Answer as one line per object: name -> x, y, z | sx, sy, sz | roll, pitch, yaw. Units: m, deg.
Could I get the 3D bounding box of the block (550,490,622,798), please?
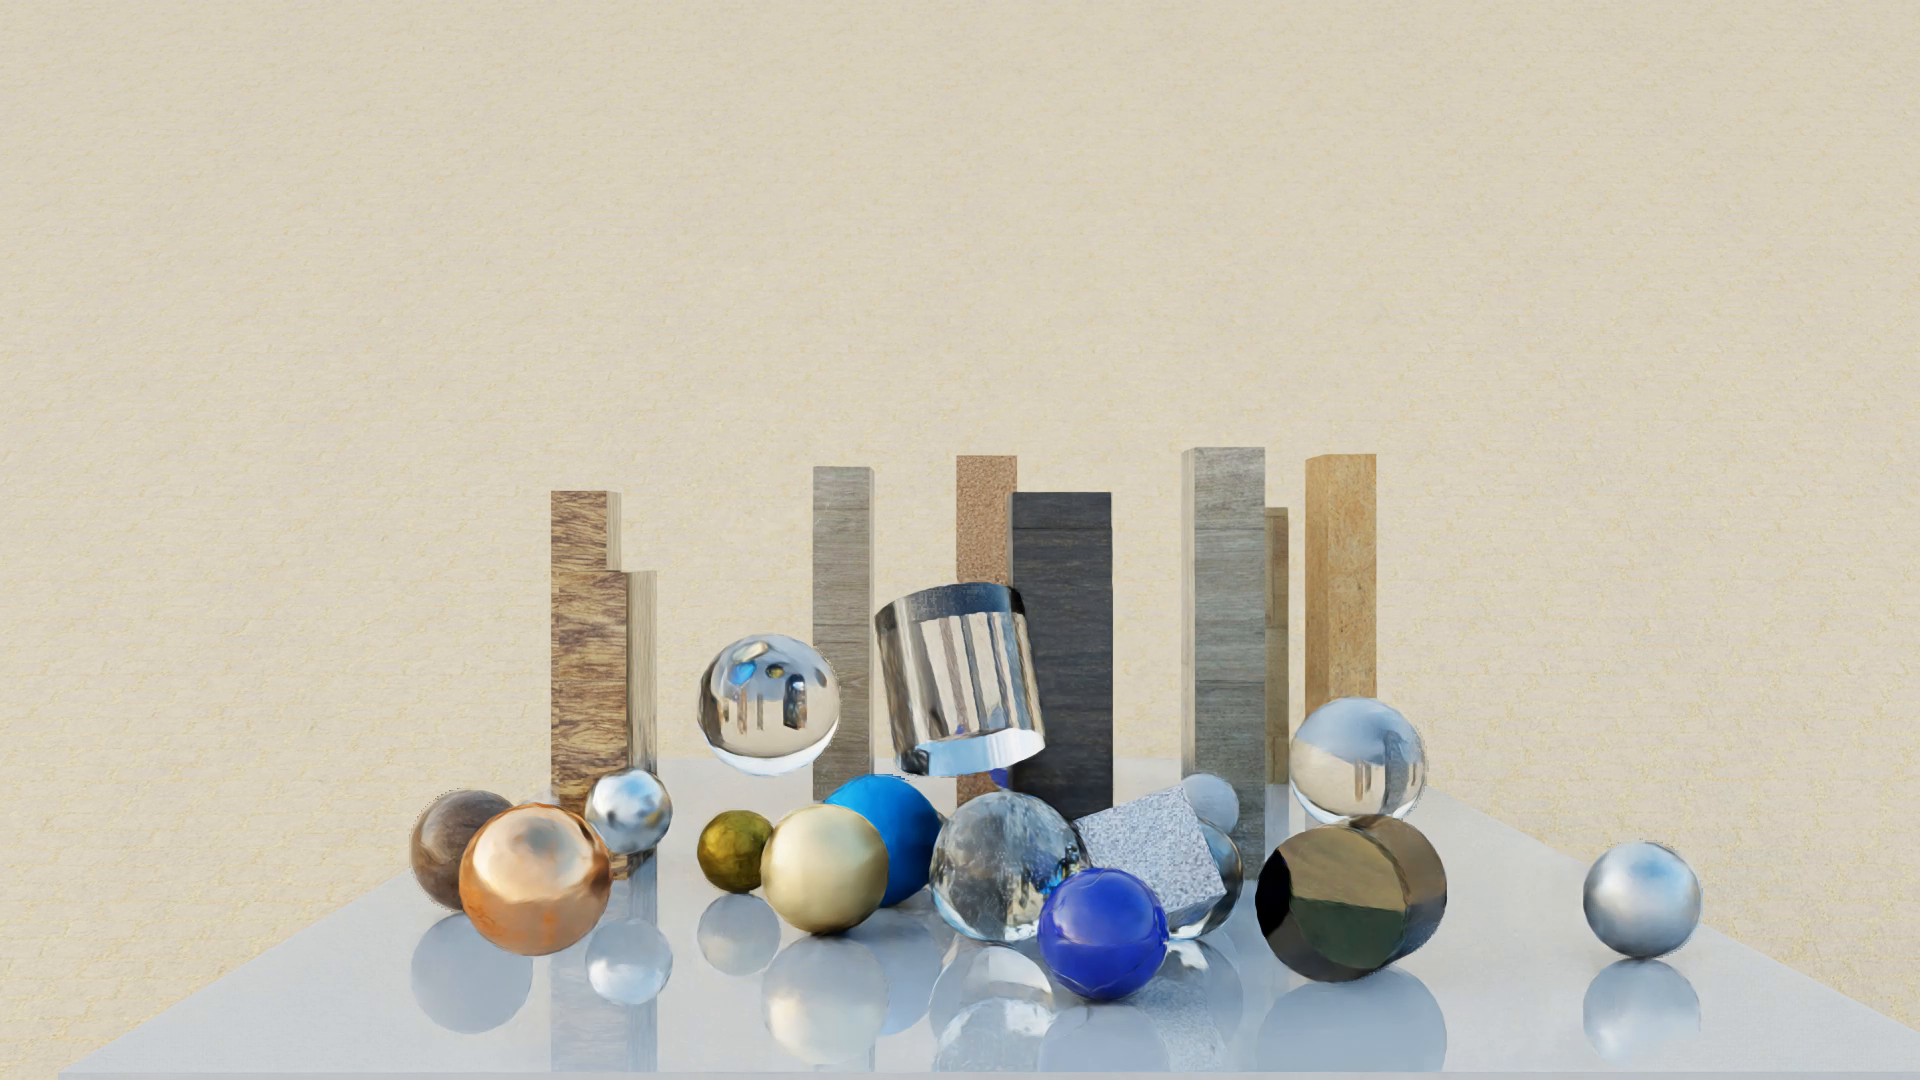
block -> -0.826, 0.226, 5.731 | 0.120, 0.666, 0.248 | 0, 0, 0

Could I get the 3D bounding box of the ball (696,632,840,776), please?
ball -> -0.241, 0.206, 3.248 | 0.181, 0.181, 0.181 | 0, 30, 0

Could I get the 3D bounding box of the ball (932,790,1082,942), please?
ball -> 0.059, 0.418, 3.324 | 0.193, 0.193, 0.193 | 0, 30, 0

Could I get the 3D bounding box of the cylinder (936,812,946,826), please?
cylinder -> -0.088, 0.488, 4.180 | 0.130, 0.130, 0.130 | -10, 2, -16

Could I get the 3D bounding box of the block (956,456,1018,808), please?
block -> 0.052, 0.197, 5.243 | 0.119, 0.721, 0.427 | 0, 0, 0

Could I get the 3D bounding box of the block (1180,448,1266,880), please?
block -> 0.438, 0.202, 4.332 | 0.115, 0.705, 0.251 | 0, 0, 0

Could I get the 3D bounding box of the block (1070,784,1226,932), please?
block -> 0.234, 0.432, 3.381 | 0.152, 0.152, 0.152 | -17, 72, -14

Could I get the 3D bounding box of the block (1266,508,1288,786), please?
block -> 0.687, 0.243, 6.061 | 0.126, 0.634, 0.309 | 0, 0, 0

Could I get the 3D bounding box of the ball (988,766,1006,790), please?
ball -> 0.120, 0.422, 4.959 | 0.140, 0.140, 0.140 | 0, 30, 0

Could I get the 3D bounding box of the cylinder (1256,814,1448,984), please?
cylinder -> 0.501, 0.454, 3.303 | 0.193, 0.193, 0.193 | 16, 7, 25

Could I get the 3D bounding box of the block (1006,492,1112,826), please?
block -> 0.143, 0.243, 3.818 | 0.140, 0.619, 0.399 | 0, 0, 0

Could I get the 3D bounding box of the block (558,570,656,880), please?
block -> -0.598, 0.304, 4.426 | 0.110, 0.502, 0.430 | 0, 0, 0

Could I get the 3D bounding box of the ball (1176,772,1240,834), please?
ball -> 0.391, 0.430, 4.149 | 0.113, 0.113, 0.113 | 0, 30, 0

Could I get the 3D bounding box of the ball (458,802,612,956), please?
ball -> -0.493, 0.395, 3.011 | 0.177, 0.177, 0.177 | 0, 30, 0

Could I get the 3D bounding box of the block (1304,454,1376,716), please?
block -> 0.823, 0.189, 5.608 | 0.102, 0.739, 0.360 | 0, 0, 0

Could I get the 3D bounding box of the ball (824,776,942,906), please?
ball -> -0.125, 0.455, 3.914 | 0.197, 0.197, 0.197 | 0, 30, 0

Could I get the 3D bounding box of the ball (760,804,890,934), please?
ball -> -0.189, 0.461, 3.628 | 0.182, 0.182, 0.182 | 0, 30, 0

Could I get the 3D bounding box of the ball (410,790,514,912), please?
ball -> -0.727, 0.463, 3.856 | 0.181, 0.181, 0.181 | 0, 30, 0

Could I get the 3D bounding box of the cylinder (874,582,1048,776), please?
cylinder -> 0.000, 0.192, 3.528 | 0.207, 0.207, 0.207 | -6, 69, -10

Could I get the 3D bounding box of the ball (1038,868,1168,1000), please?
ball -> 0.171, 0.472, 3.101 | 0.157, 0.157, 0.157 | 0, 30, 0

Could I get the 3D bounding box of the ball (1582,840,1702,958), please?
ball -> 0.899, 0.474, 3.417 | 0.153, 0.153, 0.153 | 0, 30, 0

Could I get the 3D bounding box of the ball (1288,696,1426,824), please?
ball -> 0.560, 0.318, 3.655 | 0.194, 0.194, 0.194 | 0, 30, 0

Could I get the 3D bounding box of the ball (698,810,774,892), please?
ball -> -0.347, 0.488, 4.065 | 0.131, 0.131, 0.131 | 0, 30, 0

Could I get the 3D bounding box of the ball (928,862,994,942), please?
ball -> 0.044, 0.462, 3.537 | 0.172, 0.172, 0.172 | 0, 30, 0

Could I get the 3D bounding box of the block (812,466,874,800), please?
block -> -0.255, 0.201, 5.718 | 0.122, 0.715, 0.349 | 0, 0, 0

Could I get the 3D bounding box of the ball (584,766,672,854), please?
ball -> -0.530, 0.433, 4.142 | 0.140, 0.140, 0.140 | 0, 30, 0

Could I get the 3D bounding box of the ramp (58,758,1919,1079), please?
ramp -> 0.068, 0.605, 4.671 | 2.000, 0.100, 4.000 | 0, 0, 0

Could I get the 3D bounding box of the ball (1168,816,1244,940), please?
ball -> 0.307, 0.466, 3.585 | 0.171, 0.171, 0.171 | 0, 30, 0
